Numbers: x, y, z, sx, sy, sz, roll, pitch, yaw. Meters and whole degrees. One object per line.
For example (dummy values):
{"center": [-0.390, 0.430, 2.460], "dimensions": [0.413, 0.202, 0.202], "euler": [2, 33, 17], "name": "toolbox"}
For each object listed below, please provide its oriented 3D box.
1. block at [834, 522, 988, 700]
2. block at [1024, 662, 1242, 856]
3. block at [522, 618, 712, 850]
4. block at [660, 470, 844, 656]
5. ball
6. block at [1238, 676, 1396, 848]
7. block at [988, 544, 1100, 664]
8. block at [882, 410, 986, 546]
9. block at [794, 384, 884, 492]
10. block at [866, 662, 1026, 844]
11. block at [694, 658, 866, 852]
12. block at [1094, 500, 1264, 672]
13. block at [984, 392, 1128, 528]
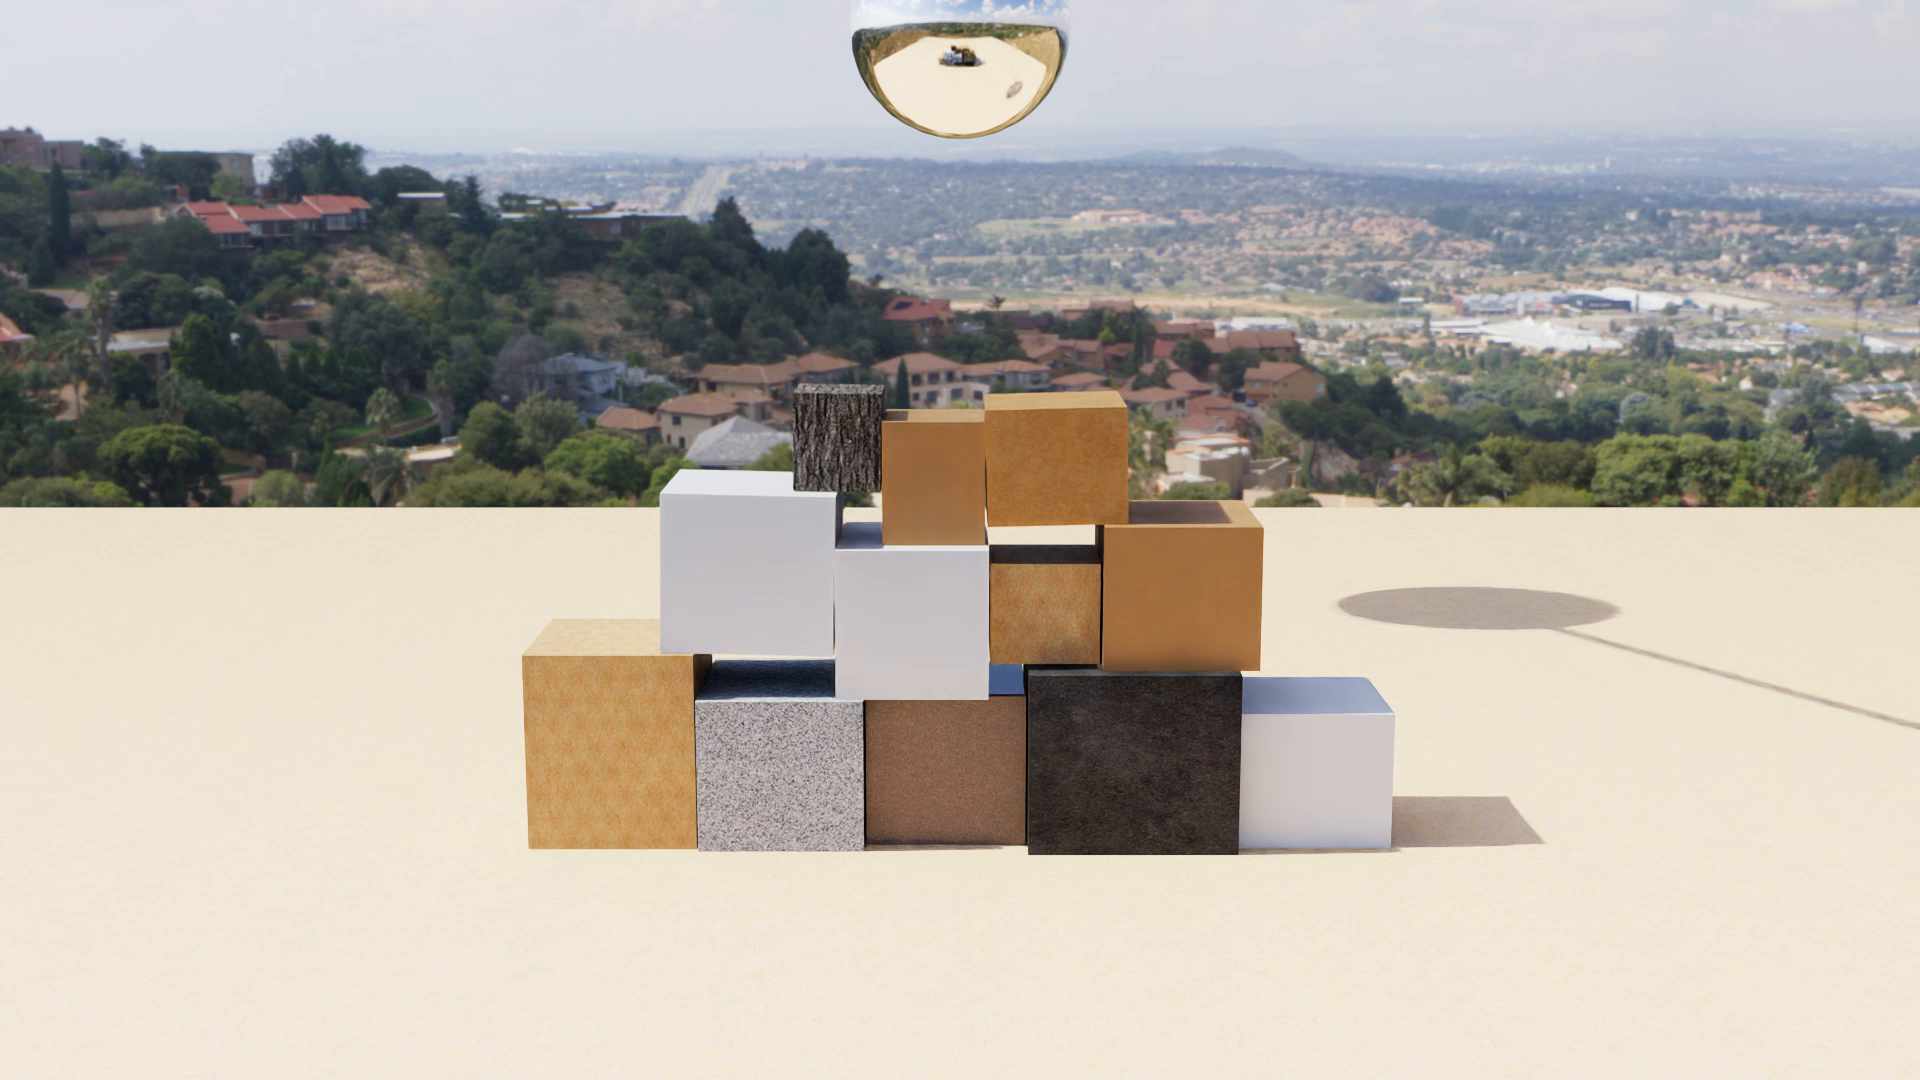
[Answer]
{"center": [-0.237, 0.348, 11.248], "dimensions": [0.757, 0.751, 0.832], "euler": [0, 10, 0], "name": "block"}
{"center": [0.863, 1.024, 11.372], "dimensions": [1.046, 0.917, 1.045], "euler": [0, 10, 0], "name": "block"}
{"center": [-1.742, 0.985, 11.359], "dimensions": [0.845, 0.997, 0.852], "euler": [0, 10, 0], "name": "block"}
{"center": [-1.048, 0.104, 11.214], "dimensions": [0.858, 0.801, 0.792], "euler": [1, 10, 0], "name": "block"}
{"center": [0.000, -3.680, 15.751], "dimensions": [1.600, 1.600, 1.600], "euler": [0, 10, 0], "name": "ball"}
{"center": [1.780, 1.138, 11.369], "dimensions": [0.768, 0.694, 0.774], "euler": [0, 10, 0], "name": "block"}
{"center": [0.425, 0.321, 11.246], "dimensions": [0.550, 0.509, 0.551], "euler": [0, 10, 0], "name": "block"}
{"center": [-0.131, -0.322, 11.112], "dimensions": [0.511, 0.616, 0.524], "euler": [0, 10, 0], "name": "block"}
{"center": [-0.606, -0.517, 11.072], "dimensions": [0.436, 0.491, 0.427], "euler": [1, 10, 0], "name": "block"}
{"center": [-0.071, 1.095, 11.393], "dimensions": [0.801, 0.770, 0.734], "euler": [0, 10, 0], "name": "block"}
{"center": [-0.895, 1.095, 11.390], "dimensions": [0.828, 0.770, 0.943], "euler": [0, 10, 0], "name": "block"}
{"center": [1.098, 0.220, 11.217], "dimensions": [0.775, 0.720, 0.827], "euler": [0, 10, 0], "name": "block"}
{"center": [0.477, -0.418, 11.119], "dimensions": [0.694, 0.579, 0.693], "euler": [-1, 10, 0], "name": "block"}
